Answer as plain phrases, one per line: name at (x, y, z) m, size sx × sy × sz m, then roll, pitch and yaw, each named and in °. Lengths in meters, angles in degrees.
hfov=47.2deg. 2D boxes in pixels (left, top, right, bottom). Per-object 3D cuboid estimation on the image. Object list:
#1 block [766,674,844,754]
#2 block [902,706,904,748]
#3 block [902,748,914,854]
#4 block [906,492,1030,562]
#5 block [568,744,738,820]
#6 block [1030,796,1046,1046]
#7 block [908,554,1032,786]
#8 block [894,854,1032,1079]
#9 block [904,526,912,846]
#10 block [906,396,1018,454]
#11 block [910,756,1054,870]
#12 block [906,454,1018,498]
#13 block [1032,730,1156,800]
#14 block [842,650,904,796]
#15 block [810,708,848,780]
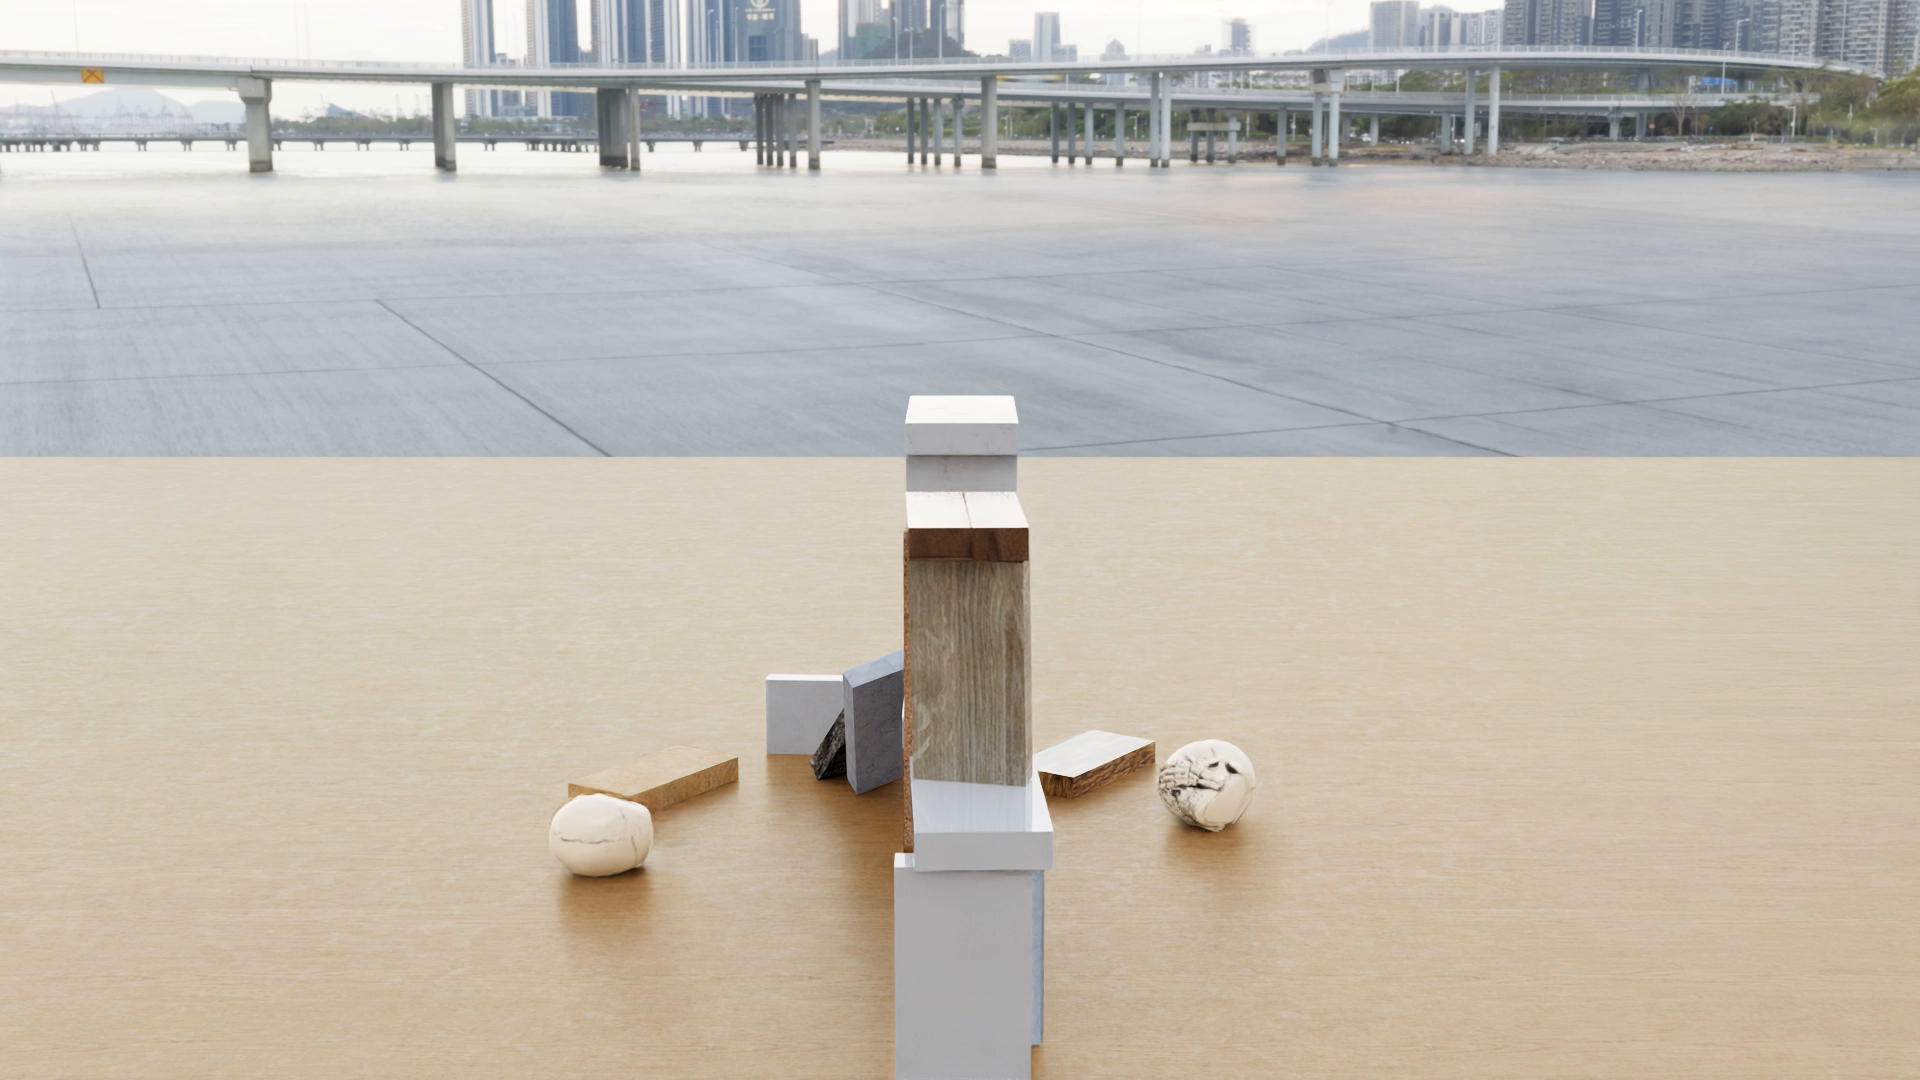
block at (-0.237, 0.358, 4.490) m, size 0.313 × 0.157 × 0.044 m, roll 1°, pitch 11°, yaw 4°
block at (-0.001, 0.257, 3.457) m, size 0.171 × 0.048 × 0.342 m, roll 0°, pitch 11°, yaw 0°
block at (-0.001, 0.470, 3.381) m, size 0.171 × 0.342 × 0.048 m, roll 0°, pitch 11°, yaw 0°
block at (0.006, -0.020, 2.974) m, size 0.154 × 0.044 × 0.309 m, roll 0°, pitch 10°, yaw -2°
block at (-0.587, 0.463, 4.231) m, size 0.157 × 0.044 × 0.313 m, roll 7°, pitch 13°, yaw 33°
block at (0.029, 0.527, 3.062) m, size 0.173 × 0.346 × 0.049 m, roll 1°, pitch 11°, yaw 7°
block at (0.015, 0.170, 2.916) m, size 0.154 × 0.309 × 0.044 m, roll 3°, pitch 15°, yaw 14°
block at (0.004, 0.573, 2.812) m, size 0.173 × 0.346 × 0.049 m, roll 0°, pitch 12°, yaw 0°
block at (-0.002, 0.208, 3.117) m, size 0.154 × 0.455 × 0.044 m, roll 0°, pitch 11°, yaw 0°
block at (0.003, -0.192, 3.632) m, size 0.178 × 0.050 × 0.355 m, roll 0°, pitch 11°, yaw 0°
block at (0.023, 0.356, 2.900) m, size 0.173 × 0.049 × 0.346 m, roll 0°, pitch 10°, yaw -2°
block at (0.003, 0.032, 3.553) m, size 0.178 × 0.360 × 0.050 m, roll 0°, pitch 11°, yaw 0°
block at (0.241, 0.441, 4.350) m, size 0.155 × 0.044 × 0.310 m, roll 7°, pitch 13°, yaw 34°
block at (-0.136, 0.340, 4.141) m, size 0.157 × 0.313 × 0.044 m, roll -20°, pitch 49°, yaw -19°
block at (-0.163, 0.349, 4.260) m, size 0.155 × 0.310 × 0.044 m, roll -8°, pitch 55°, yaw -36°
